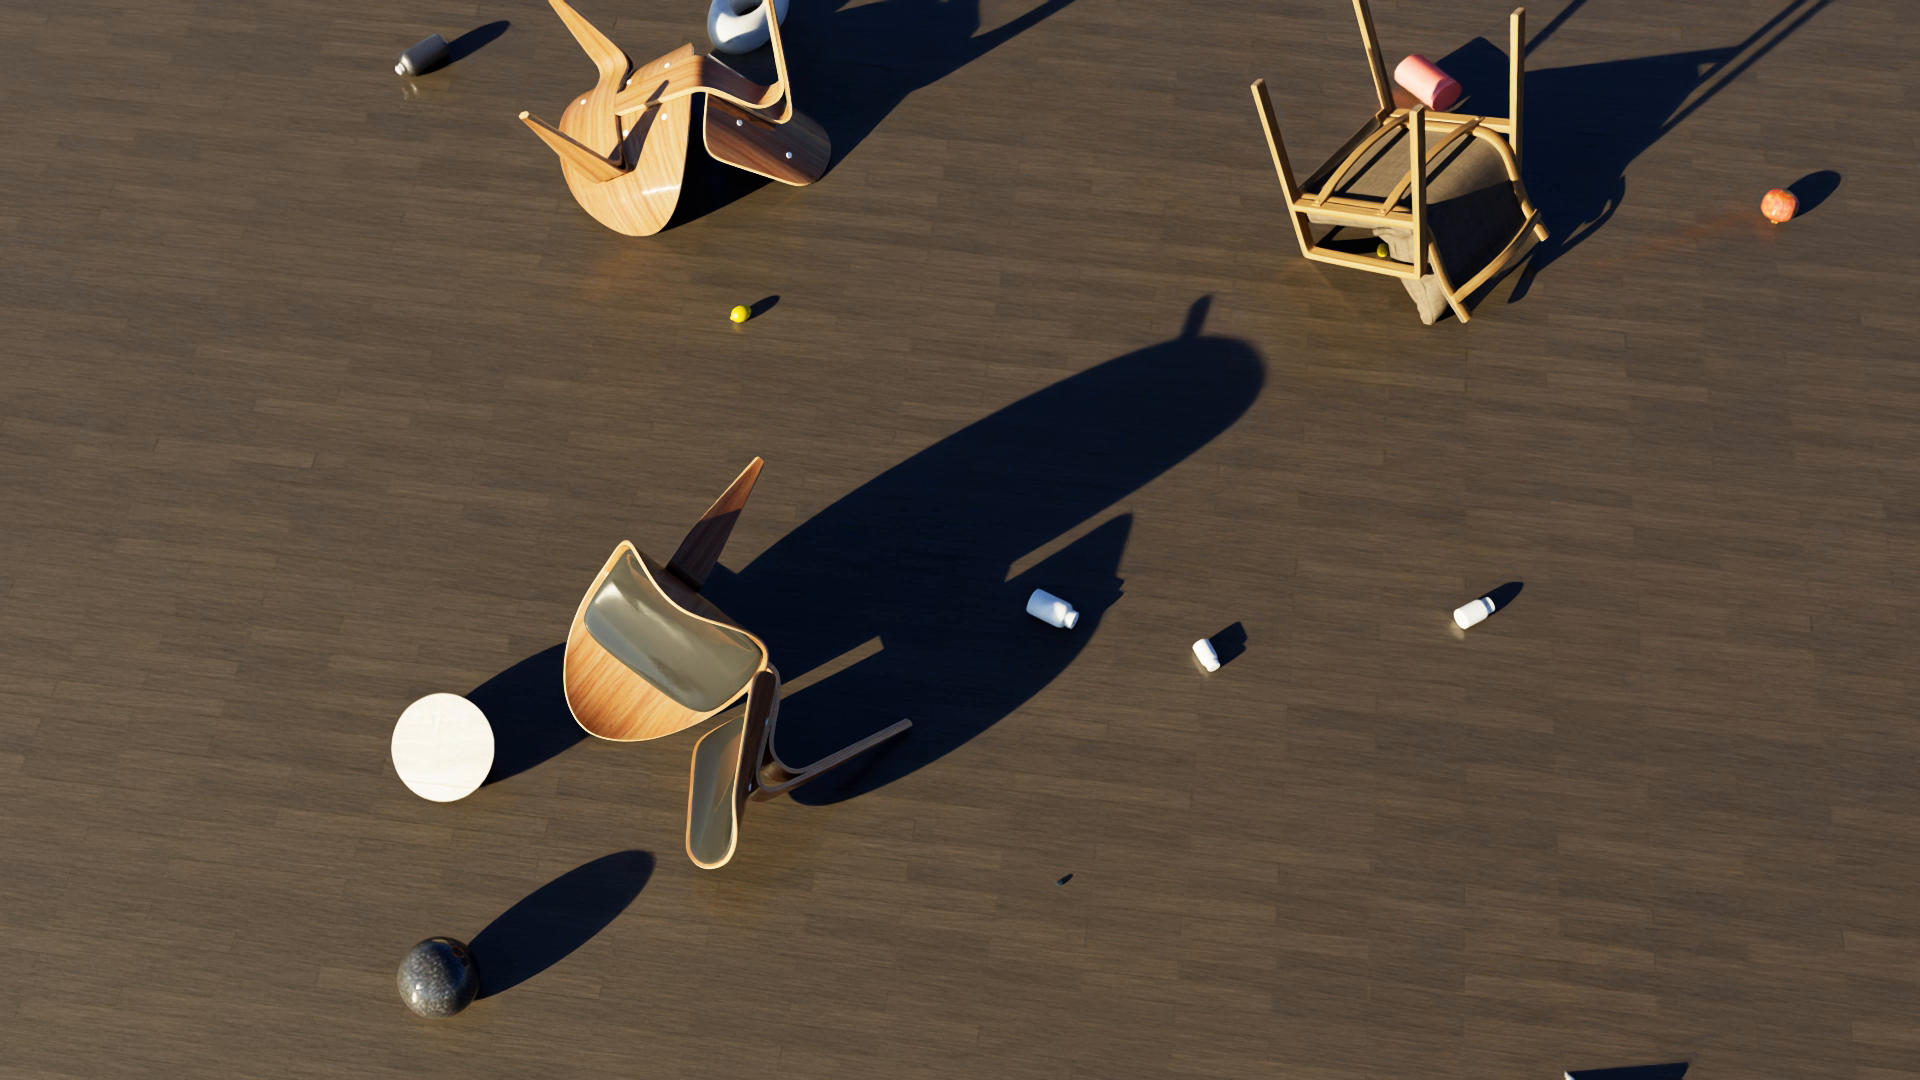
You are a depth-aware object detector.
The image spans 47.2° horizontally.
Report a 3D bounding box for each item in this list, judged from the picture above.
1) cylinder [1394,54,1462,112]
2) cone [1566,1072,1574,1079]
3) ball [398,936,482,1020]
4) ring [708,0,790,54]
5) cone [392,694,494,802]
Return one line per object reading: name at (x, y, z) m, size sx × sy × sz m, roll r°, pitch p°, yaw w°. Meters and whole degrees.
cylinder at (1.607, -1.570, 7.550) m, size 0.167 × 0.113 × 0.181 m, roll -16°, pitch 52°, yaw -47°
cone at (1.585, 1.429, 5.583) m, size 0.140 × 0.104 × 0.201 m, roll -26°, pitch 43°, yaw 2°
ball at (-1.346, 1.131, 5.687) m, size 0.212 × 0.212 × 0.212 m, roll 0°, pitch 56°, yaw 0°
ring at (-0.744, -1.863, 7.739) m, size 0.244 × 0.144 × 0.386 m, roll 25°, pitch 61°, yaw 14°
cone at (-1.403, 0.578, 6.128) m, size 0.353 × 0.121 × 0.297 m, roll 2°, pitch 86°, yaw 26°
